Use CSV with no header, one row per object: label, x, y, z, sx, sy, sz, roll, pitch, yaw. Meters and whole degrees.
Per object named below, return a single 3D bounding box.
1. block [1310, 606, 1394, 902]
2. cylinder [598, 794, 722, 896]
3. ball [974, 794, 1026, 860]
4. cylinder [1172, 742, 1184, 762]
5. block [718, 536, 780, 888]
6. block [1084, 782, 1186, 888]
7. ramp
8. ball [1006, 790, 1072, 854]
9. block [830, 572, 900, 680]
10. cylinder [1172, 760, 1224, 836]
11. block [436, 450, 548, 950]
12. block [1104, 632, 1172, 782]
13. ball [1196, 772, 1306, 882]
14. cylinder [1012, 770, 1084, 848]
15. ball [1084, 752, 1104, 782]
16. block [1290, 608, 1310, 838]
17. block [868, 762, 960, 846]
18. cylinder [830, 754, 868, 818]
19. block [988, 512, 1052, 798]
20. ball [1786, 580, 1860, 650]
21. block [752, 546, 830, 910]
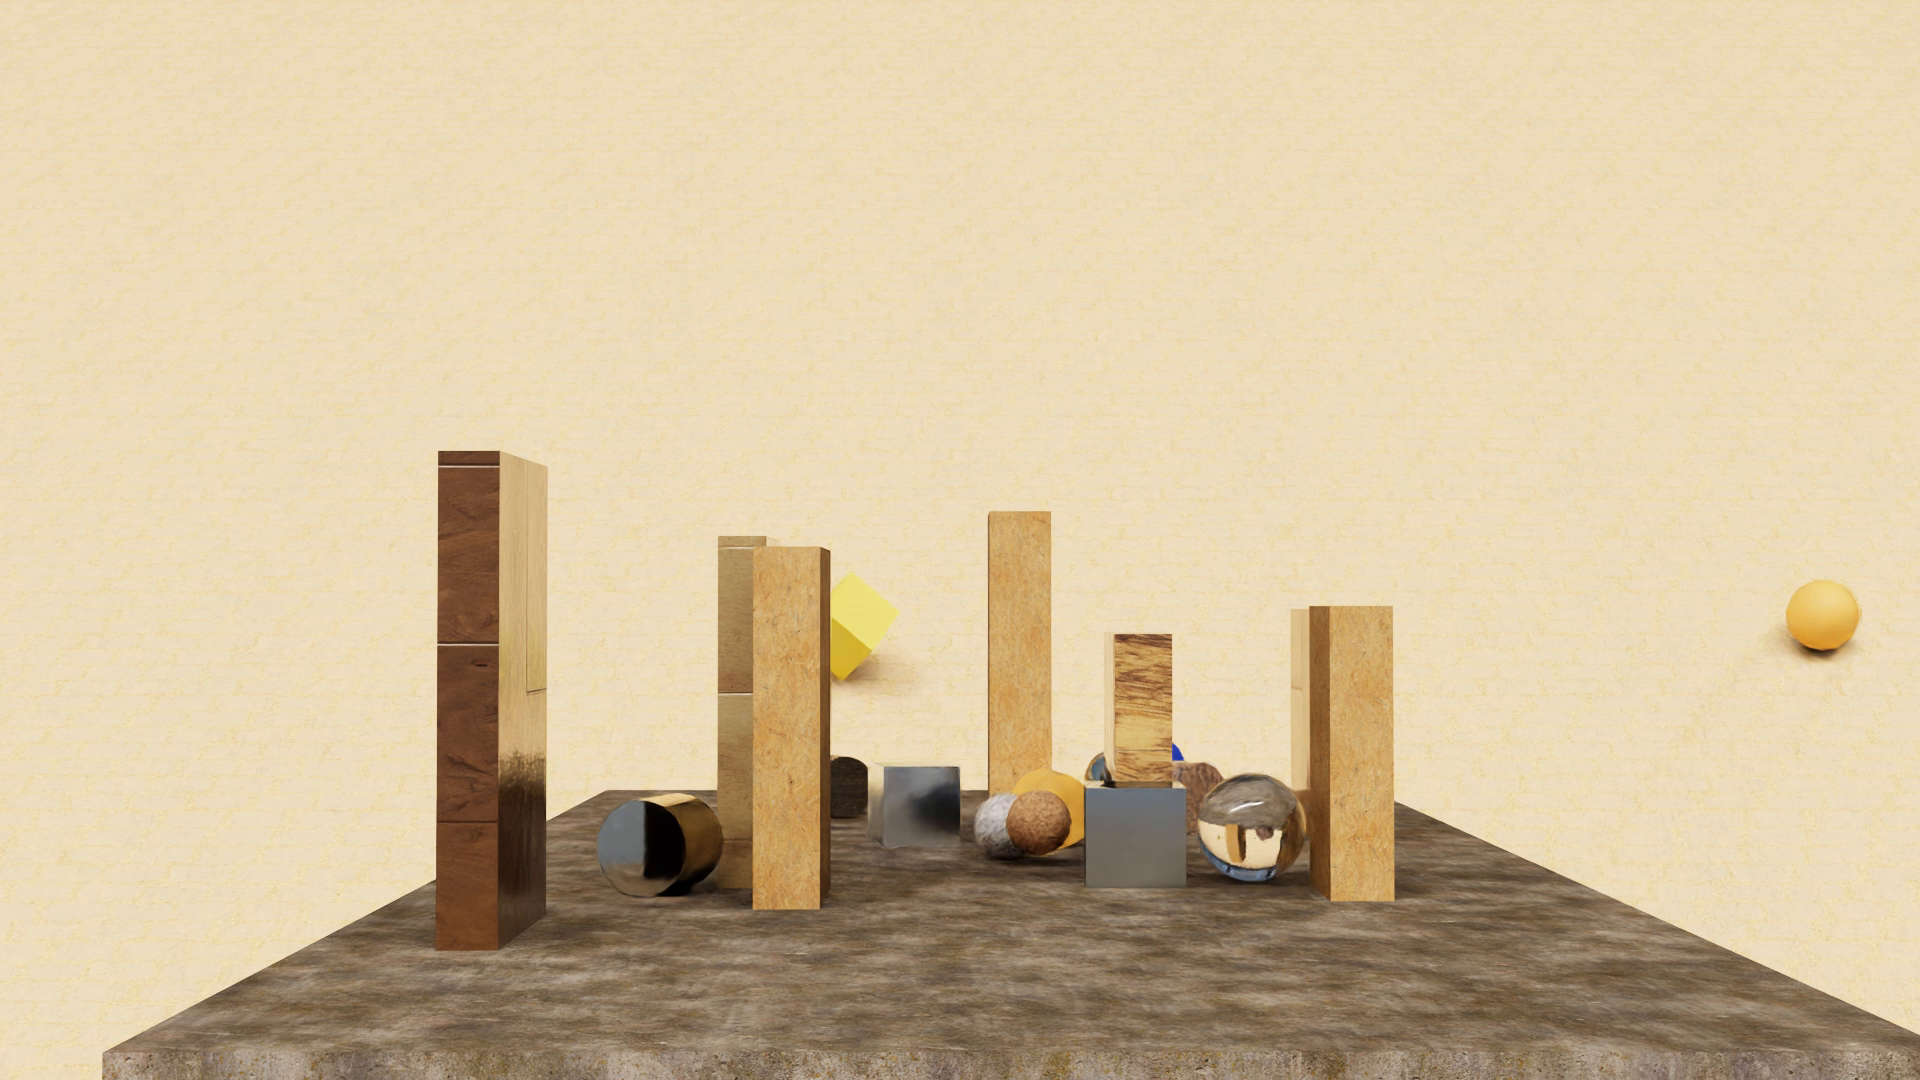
block,0.656,0.351,4.360,0.104,0.481,0.249,0,-1,0
cylinder,-0.504,0.512,4.370,0.160,0.160,0.160,12,2,17
ball,0.088,0.544,4.926,0.125,0.125,0.125,0,34,0
cylinder,0.455,0.571,6.429,0.146,0.146,0.146,1,29,-33
block,-0.373,0.298,4.611,0.083,0.601,0.357,0,-1,0
block,0.302,0.510,4.506,0.171,0.171,0.171,0,-1,1
ramp,0.075,0.653,4.795,2.000,0.100,4.000,0,-1,0
ball,0.146,0.524,4.818,0.120,0.120,0.120,0,34,0
block,-0.318,0.242,7.278,0.179,0.179,0.179,40,45,-6
cylinder,0.460,0.544,5.496,0.153,0.153,0.153,-25,13,-32
block,-0.689,0.229,3.844,0.087,0.699,0.424,0,-1,0
block,0.326,0.387,4.774,0.102,0.431,0.356,0,-1,0
ball,0.509,0.501,4.532,0.190,0.190,0.190,0,34,0
cylinder,0.184,0.540,5.228,0.148,0.148,0.148,-6,-1,-8
ball,0.307,0.473,5.118,0.124,0.124,0.124,0,34,0
block,0.799,0.384,5.510,0.146,0.474,0.366,0,-1,0
block,-0.094,0.537,5.299,0.158,0.158,0.158,0,-1,-12
cylinder,-0.286,0.563,5.950,0.139,0.139,0.139,-15,4,-21
block,0.124,0.283,5.484,0.127,0.675,0.348,0,-1,0
ball,2.463,0.215,7.412,0.199,0.199,0.199,0,34,0
block,-0.275,0.302,4.288,0.106,0.576,0.336,0,-1,0
